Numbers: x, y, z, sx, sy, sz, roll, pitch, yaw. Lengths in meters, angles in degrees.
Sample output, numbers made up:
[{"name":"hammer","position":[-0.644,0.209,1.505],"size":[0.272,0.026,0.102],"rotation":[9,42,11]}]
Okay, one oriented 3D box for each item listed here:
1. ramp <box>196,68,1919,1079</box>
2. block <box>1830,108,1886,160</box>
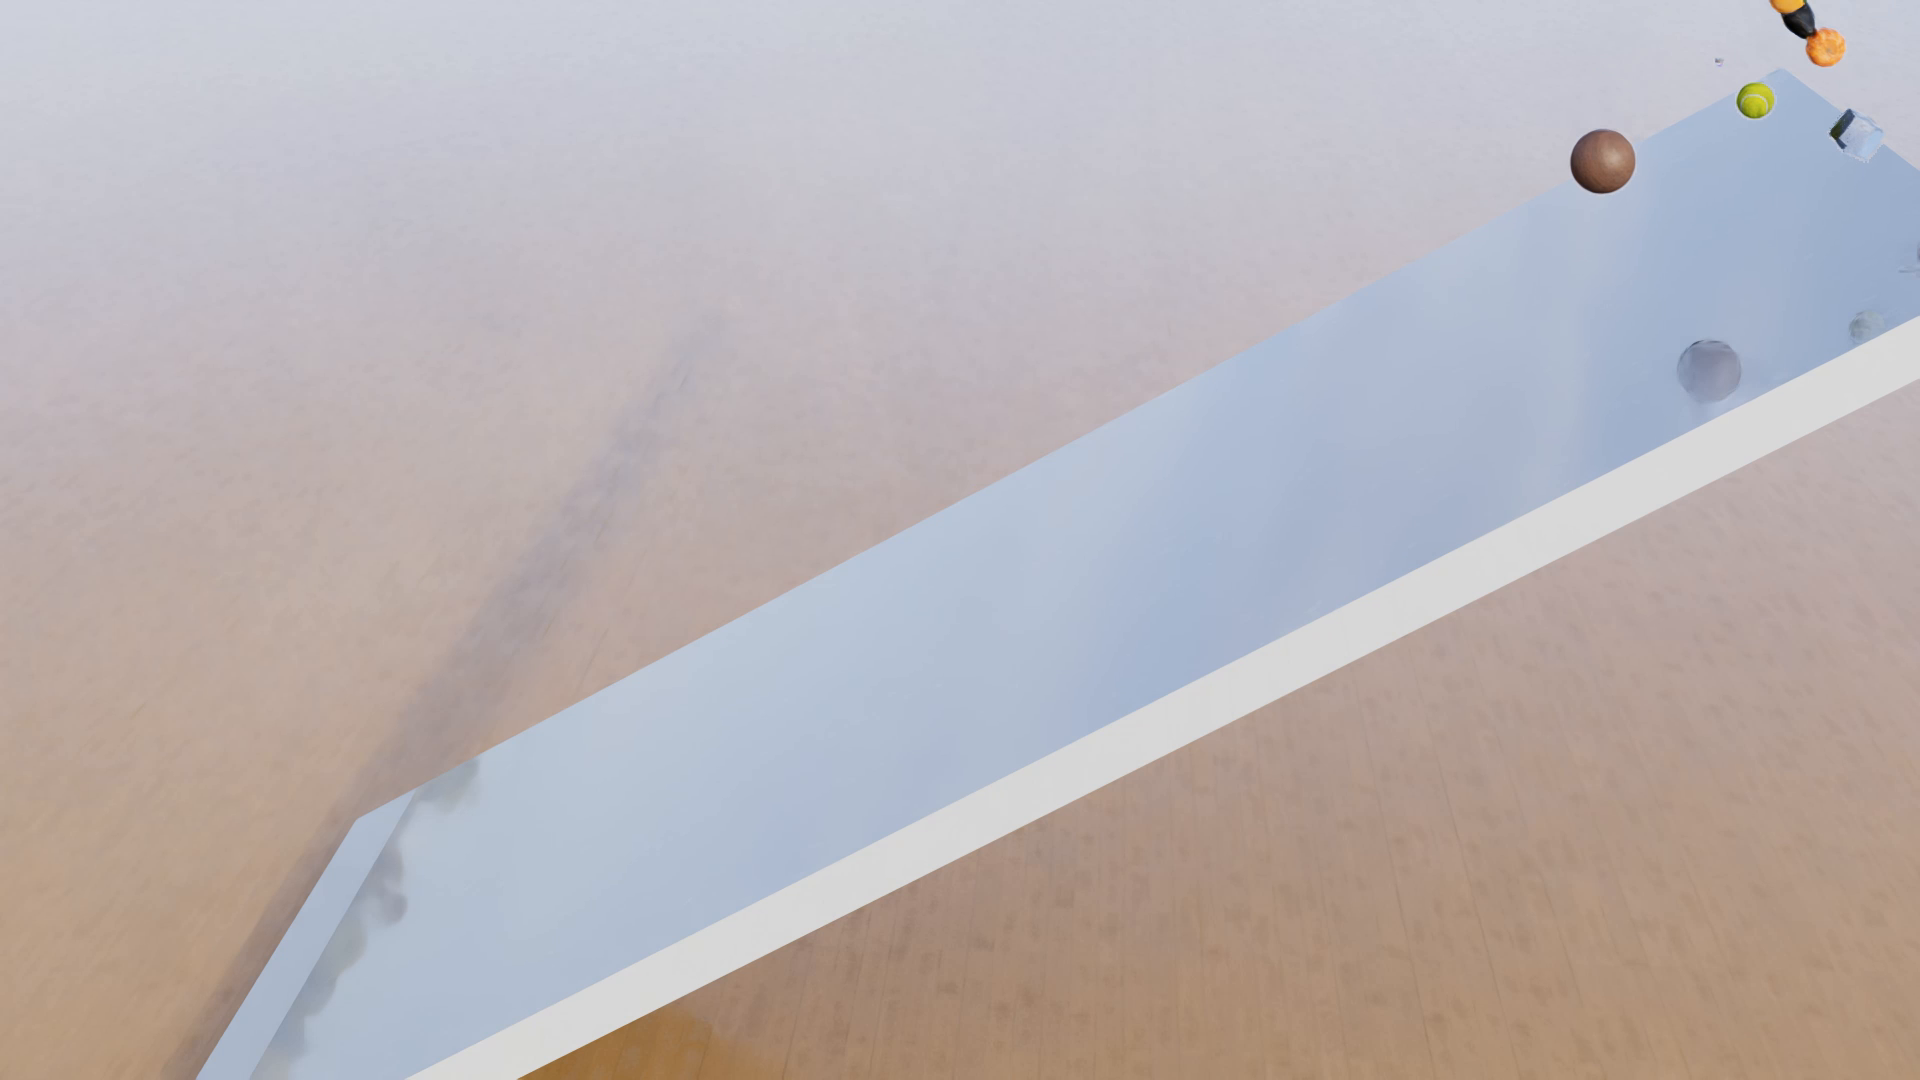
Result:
[{"name":"ramp","position":[0.142,0.167,6.283],"size":[4.000,0.100,2.000],"rotation":[-28,15,12]},{"name":"block","position":[1.703,-0.771,5.581],"size":[0.061,0.061,0.061],"rotation":[16,33,-27]}]
